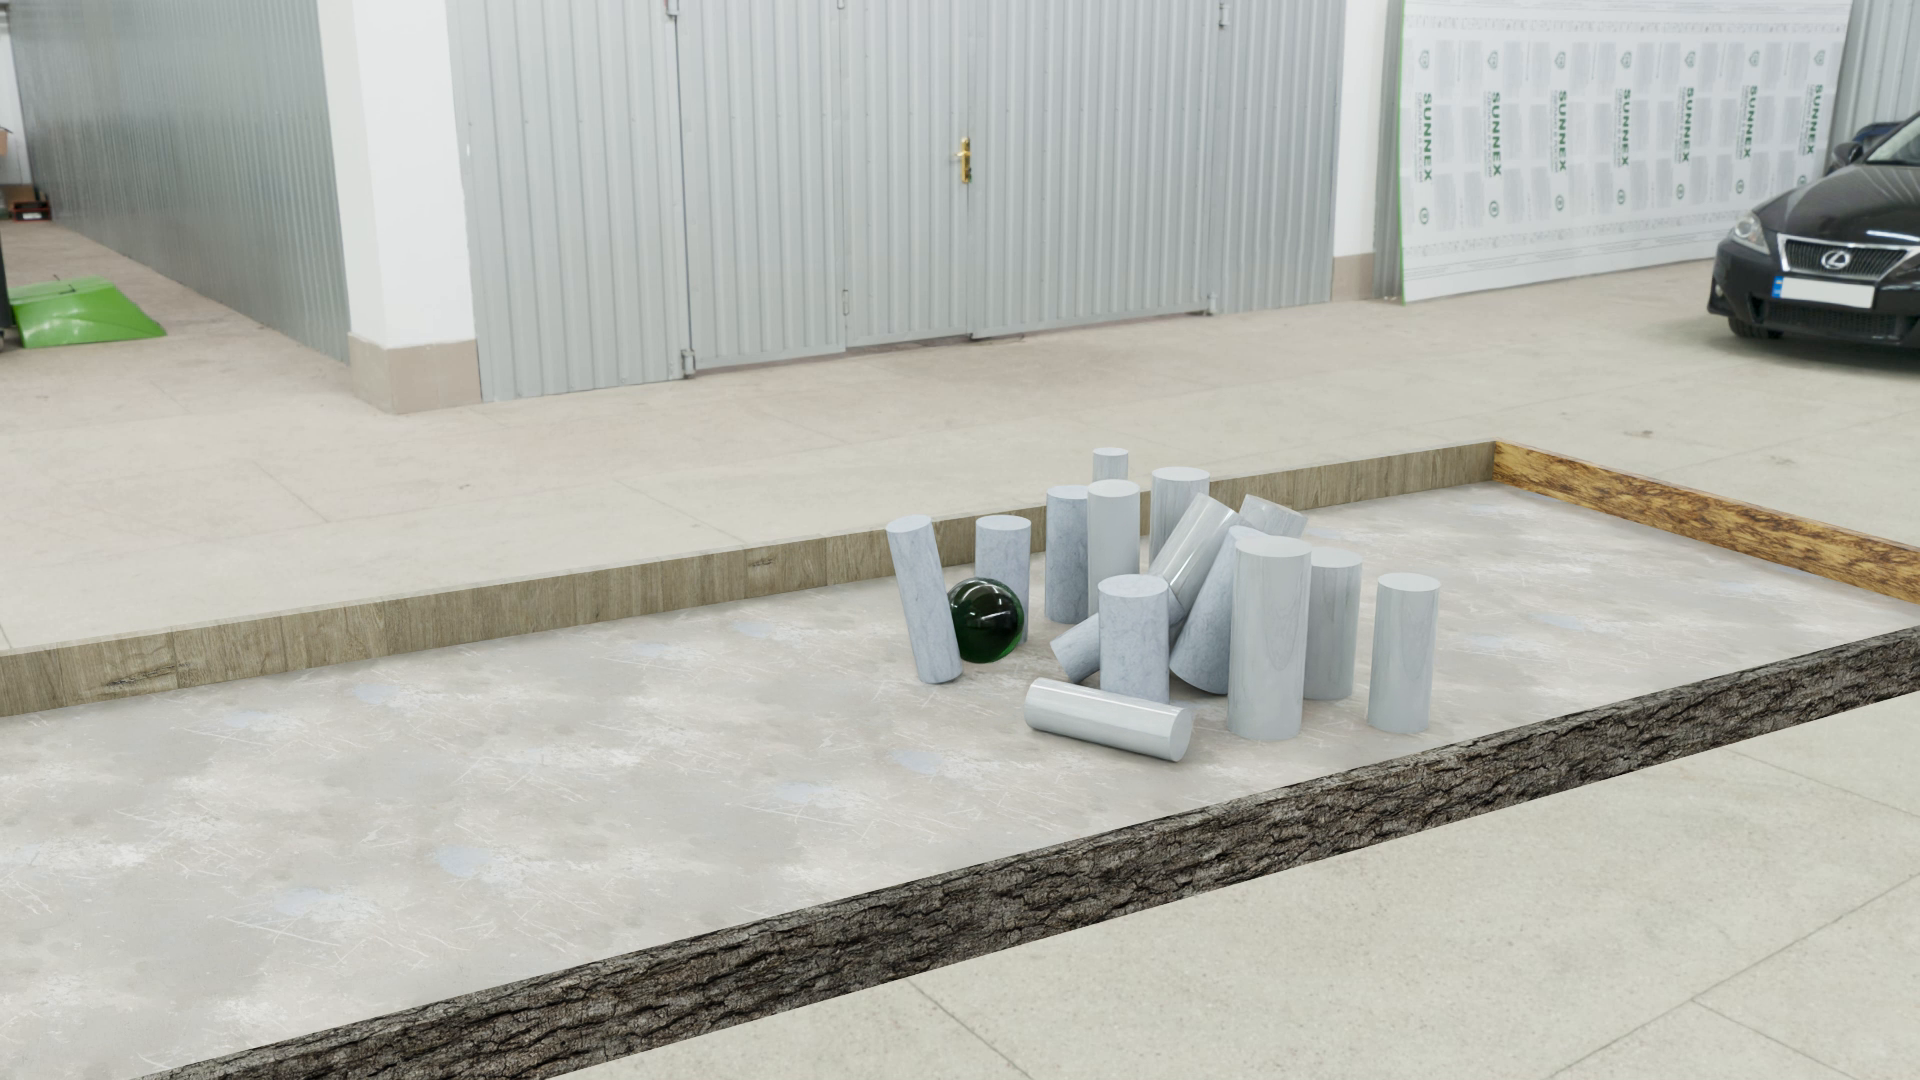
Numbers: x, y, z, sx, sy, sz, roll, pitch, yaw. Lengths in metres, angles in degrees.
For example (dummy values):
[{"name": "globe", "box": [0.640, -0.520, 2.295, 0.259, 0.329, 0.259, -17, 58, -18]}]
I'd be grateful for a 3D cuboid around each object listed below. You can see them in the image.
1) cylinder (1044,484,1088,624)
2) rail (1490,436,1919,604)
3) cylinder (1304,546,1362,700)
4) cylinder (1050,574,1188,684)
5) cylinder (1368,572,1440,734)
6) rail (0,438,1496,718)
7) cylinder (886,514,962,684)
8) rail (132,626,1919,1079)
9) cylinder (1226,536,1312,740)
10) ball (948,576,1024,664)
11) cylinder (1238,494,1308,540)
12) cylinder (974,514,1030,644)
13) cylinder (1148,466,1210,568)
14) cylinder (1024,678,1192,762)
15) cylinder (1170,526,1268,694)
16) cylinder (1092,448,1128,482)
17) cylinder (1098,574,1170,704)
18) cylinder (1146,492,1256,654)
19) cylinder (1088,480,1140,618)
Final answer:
[{"name": "cylinder", "box": [0.315, 0.039, 4.585, 0.154, 0.359, 0.154, 0, 16, 0]}, {"name": "rail", "box": [2.466, -0.048, 5.253, 0.050, 0.150, 2.100, -9, 18, -27]}, {"name": "cylinder", "box": [0.891, 0.204, 4.059, 0.173, 0.339, 0.173, 0, 16, 0]}, {"name": "cylinder", "box": [0.394, 0.221, 4.103, 0.326, 0.126, 0.126, -32, 15, 7]}, {"name": "cylinder", "box": [1.034, 0.263, 3.845, 0.141, 0.347, 0.141, 0, 16, 0]}, {"name": "rail", "box": [-3.305, 0.497, 3.399, 12.000, 0.150, 0.050, -9, 18, -27]}, {"name": "cylinder", "box": [-0.087, 0.148, 4.101, 0.114, 0.409, 0.114, -10, 20, 4]}, {"name": "rail", "box": [-2.336, 1.006, 1.665, 12.000, 0.150, 0.050, -9, 18, -27]}, {"name": "cylinder", "box": [0.712, 0.225, 3.807, 0.173, 0.441, 0.173, 0, 16, 0]}, {"name": "ball", "box": [0.054, 0.207, 4.252, 0.225, 0.225, 0.225, 0, 16, 0]}, {"name": "cylinder", "box": [0.772, 0.081, 4.363, 0.175, 0.366, 0.175, 20, 9, -3]}, {"name": "cylinder", "box": [0.112, 0.109, 4.406, 0.146, 0.324, 0.146, 1, 17, 0]}, {"name": "cylinder", "box": [0.603, 0.017, 4.562, 0.159, 0.414, 0.159, 0, 16, 0]}, {"name": "cylinder", "box": [0.335, 0.406, 3.759, 0.366, 0.120, 0.120, 10, 19, 30]}, {"name": "cylinder", "box": [0.664, 0.171, 4.037, 0.176, 0.376, 0.176, 19, 20, -7]}, {"name": "cylinder", "box": [0.438, -0.063, 4.852, 0.104, 0.405, 0.104, 0, 16, 0]}, {"name": "cylinder", "box": [0.407, 0.264, 3.852, 0.162, 0.334, 0.162, -3, 17, 1]}, {"name": "cylinder", "box": [0.571, 0.100, 4.237, 0.174, 0.418, 0.174, 33, -1, 0]}, {"name": "cylinder", "box": [0.404, 0.069, 4.329, 0.136, 0.436, 0.136, -2, 21, 1]}]
